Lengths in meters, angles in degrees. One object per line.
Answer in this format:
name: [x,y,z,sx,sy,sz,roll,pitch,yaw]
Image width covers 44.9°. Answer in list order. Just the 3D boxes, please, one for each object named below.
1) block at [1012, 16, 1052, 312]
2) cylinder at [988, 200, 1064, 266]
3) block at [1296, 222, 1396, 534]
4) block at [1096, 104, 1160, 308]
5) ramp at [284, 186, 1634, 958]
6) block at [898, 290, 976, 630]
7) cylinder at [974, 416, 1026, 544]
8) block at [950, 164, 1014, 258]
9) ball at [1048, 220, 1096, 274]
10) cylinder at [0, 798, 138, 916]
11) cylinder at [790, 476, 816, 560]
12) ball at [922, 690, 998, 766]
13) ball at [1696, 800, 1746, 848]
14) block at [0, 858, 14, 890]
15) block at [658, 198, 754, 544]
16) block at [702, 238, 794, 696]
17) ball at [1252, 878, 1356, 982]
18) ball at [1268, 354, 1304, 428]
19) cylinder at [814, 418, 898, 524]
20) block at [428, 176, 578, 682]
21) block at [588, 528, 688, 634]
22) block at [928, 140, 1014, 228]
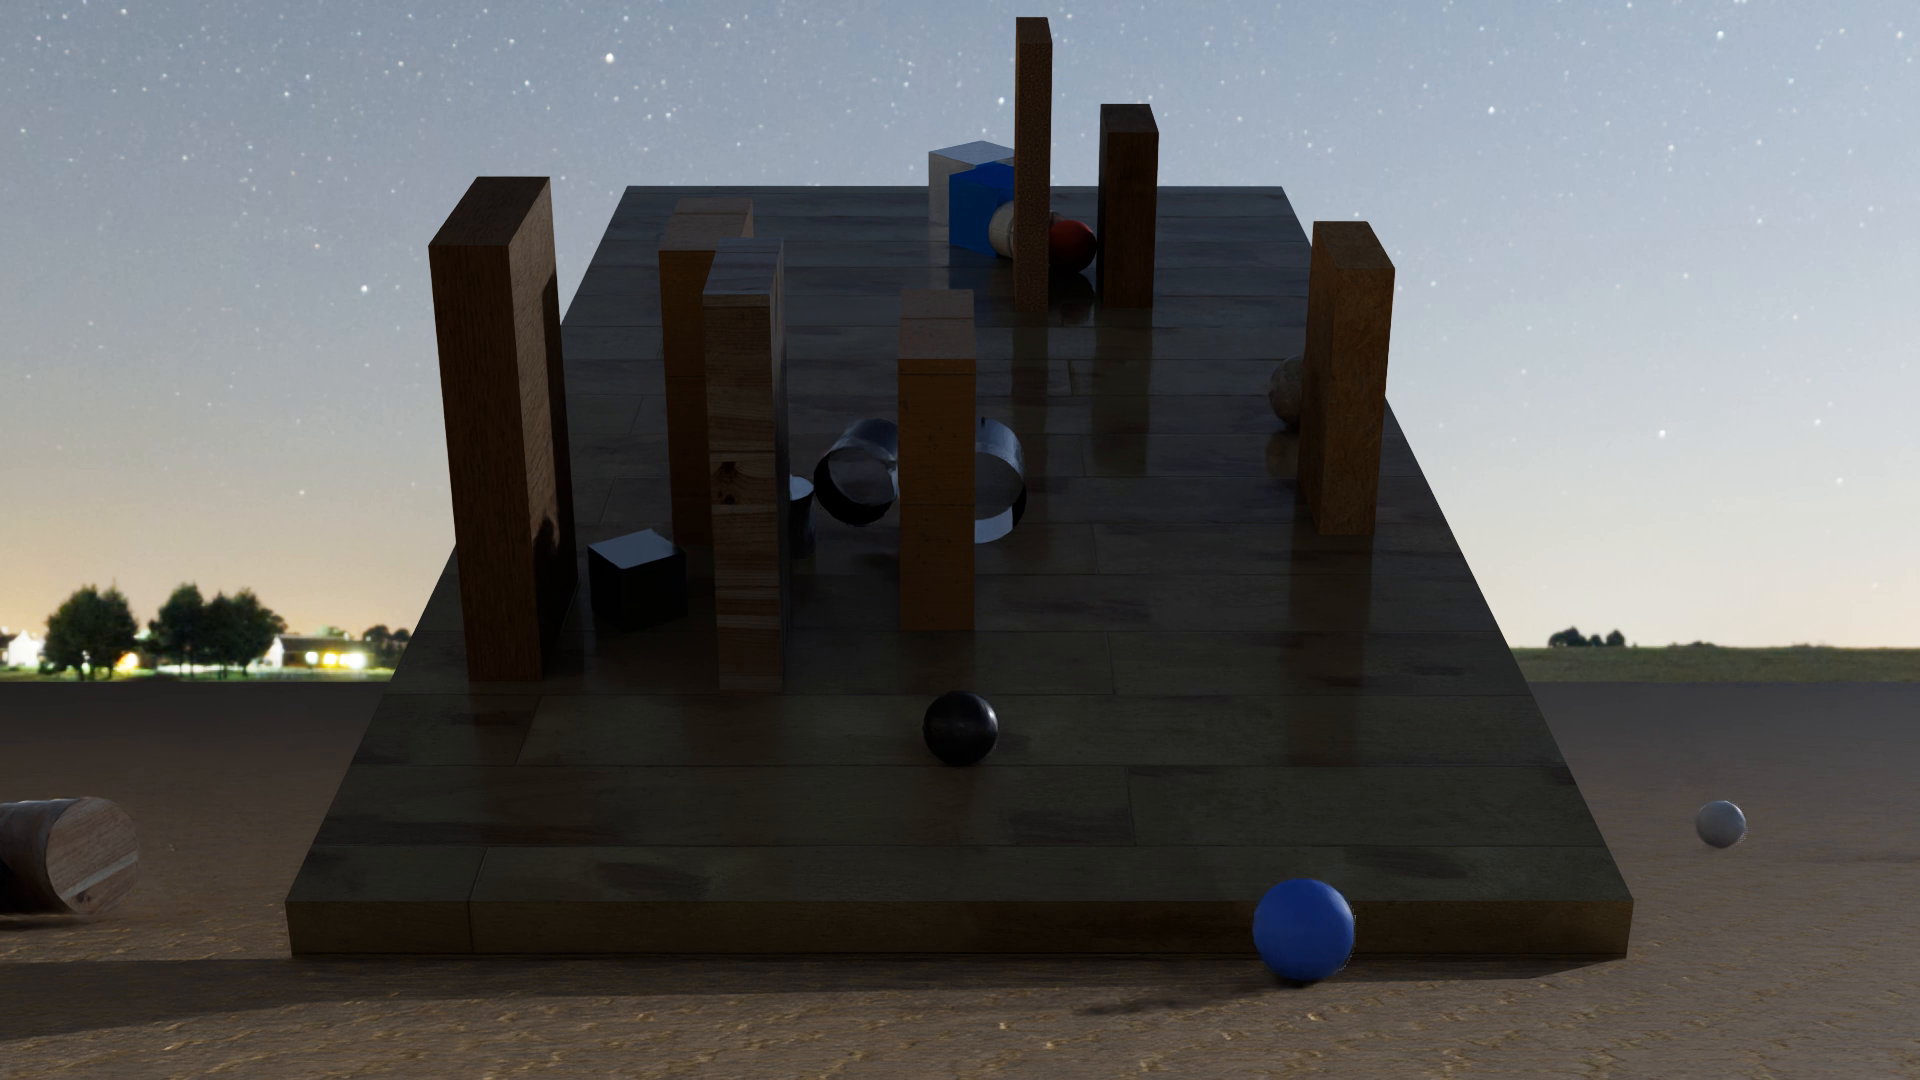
block: [0.186,-0.971,6.001,0.082,0.689,0.330,0,24,0]
cylinder: [0.187,-0.838,6.360,0.156,0.156,0.156,3,15,-46]
block: [0.779,-0.332,4.721,0.111,0.557,0.327,0,24,0]
block: [0.434,-0.875,6.067,0.129,0.460,0.310,0,24,0]
ramp: [-0.008,-0.228,5.294,2.000,0.100,4.000,0,24,0]
block: [-0.042,-0.155,4.351,0.136,0.529,0.398,0,24,0]
cylinder: [0.034,-0.123,4.690,0.196,0.196,0.196,0,24,0]
block: [0.108,-0.923,6.502,0.195,0.195,0.195,-20,31,-38]
ball: [0.297,-0.791,6.268,0.144,0.144,0.144,0,-3,0]
cylinder: [-1.561,0.546,3.998,0.197,0.197,0.197,-6,-6,28]
cylinder: [-0.351,-0.043,4.586,0.129,0.129,0.129,0,25,0]
ball: [0.001,0.308,3.806,0.123,0.123,0.123,0,-3,0]
ball: [1.866,0.697,5.700,0.117,0.117,0.117,0,-3,0]
block: [-1.683,0.563,3.861,0.121,0.121,0.121,42,7,13]
block: [-0.496,-0.343,4.677,0.149,0.608,0.368,0,24,0]
block: [-0.363,-0.128,4.040,0.109,0.729,0.323,0,24,0]
ball: [0.477,0.541,3.229,0.141,0.141,0.141,0,-3,0]
ball: [0.774,-0.333,5.205,0.168,0.168,0.168,0,-3,0]
cylinder: [-0.188,-0.137,4.611,0.164,0.164,0.164,-1,23,16]
block: [-0.799,-0.201,4.124,0.130,0.794,0.429,0,24,0]
block: [-0.598,0.076,4.315,0.132,0.132,0.132,-16,29,-33]
block: [0.054,-1.017,6.702,0.205,0.205,0.205,-19,30,-37]
